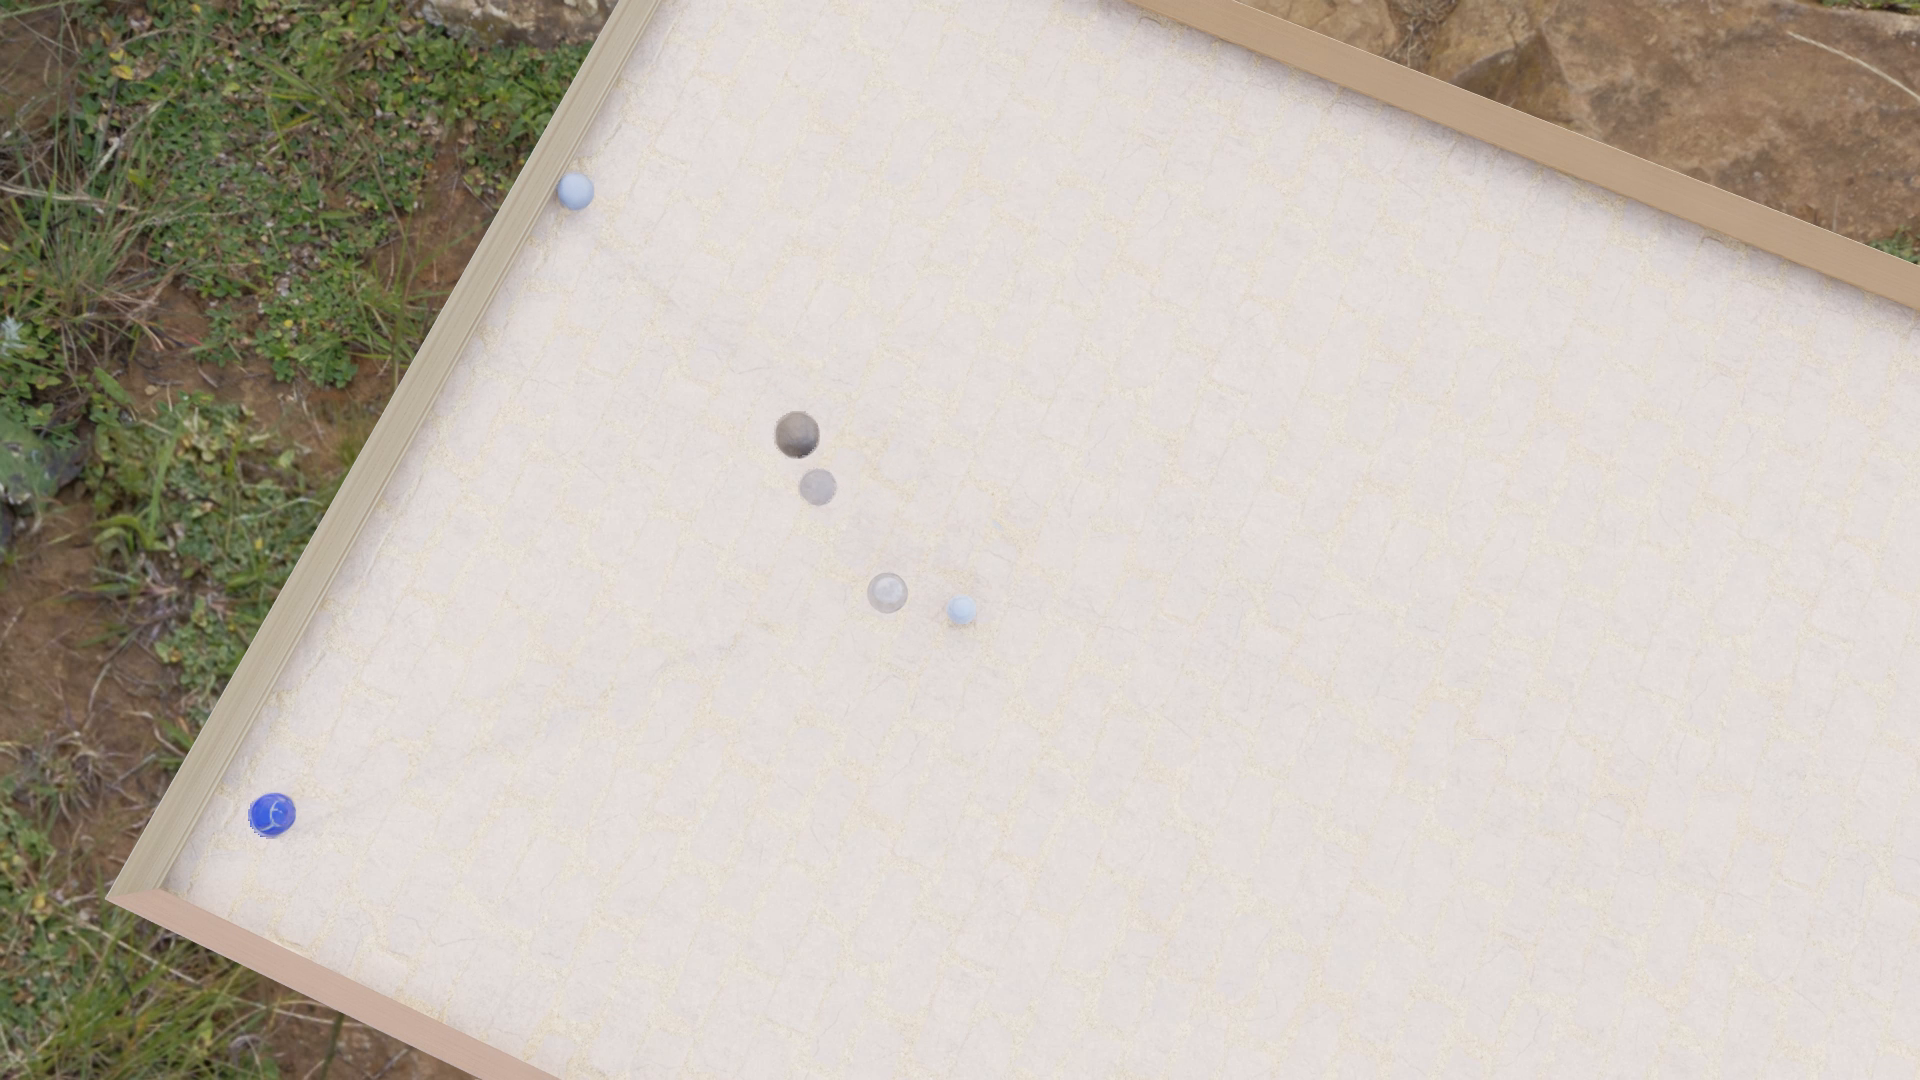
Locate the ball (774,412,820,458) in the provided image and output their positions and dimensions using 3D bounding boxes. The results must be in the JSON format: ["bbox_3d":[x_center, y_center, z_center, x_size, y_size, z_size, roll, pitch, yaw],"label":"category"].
[{"bbox_3d":[-0.255,-0.164,3.457,0.072,0.072,0.072,0,72,0],"label":"ball"}]

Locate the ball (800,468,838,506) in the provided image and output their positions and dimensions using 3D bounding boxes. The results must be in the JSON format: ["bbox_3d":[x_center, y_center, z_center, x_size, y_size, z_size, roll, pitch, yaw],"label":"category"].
[{"bbox_3d":[-0.220,-0.082,3.437,0.058,0.058,0.058,0,72,0],"label":"ball"}]

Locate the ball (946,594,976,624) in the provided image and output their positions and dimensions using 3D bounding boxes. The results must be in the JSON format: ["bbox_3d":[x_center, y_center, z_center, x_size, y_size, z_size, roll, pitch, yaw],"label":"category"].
[{"bbox_3d":[0.002,0.107,3.381,0.046,0.046,0.046,0,72,0],"label":"ball"}]

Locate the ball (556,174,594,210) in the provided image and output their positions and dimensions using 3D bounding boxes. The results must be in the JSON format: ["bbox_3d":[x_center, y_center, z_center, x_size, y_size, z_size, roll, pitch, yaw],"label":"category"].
[{"bbox_3d":[-0.629,-0.569,3.596,0.060,0.060,0.060,0,72,0],"label":"ball"}]

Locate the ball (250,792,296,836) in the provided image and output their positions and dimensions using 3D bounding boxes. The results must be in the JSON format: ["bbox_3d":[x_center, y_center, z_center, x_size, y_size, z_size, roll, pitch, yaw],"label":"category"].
[{"bbox_3d":[-1.022,0.408,3.273,0.065,0.065,0.065,0,72,0],"label":"ball"}]

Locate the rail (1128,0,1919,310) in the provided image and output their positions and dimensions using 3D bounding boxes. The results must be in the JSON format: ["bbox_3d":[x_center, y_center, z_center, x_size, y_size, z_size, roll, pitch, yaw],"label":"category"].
[{"bbox_3d":[1.224,-0.523,3.562,3.567,0.094,0.045,23,73,7],"label":"rail"}]

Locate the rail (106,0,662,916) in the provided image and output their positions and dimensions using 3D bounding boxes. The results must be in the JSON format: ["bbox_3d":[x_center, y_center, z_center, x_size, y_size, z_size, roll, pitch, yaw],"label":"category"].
[{"bbox_3d":[-0.791,-0.345,3.504,0.045,0.094,2.047,23,73,7],"label":"rail"}]

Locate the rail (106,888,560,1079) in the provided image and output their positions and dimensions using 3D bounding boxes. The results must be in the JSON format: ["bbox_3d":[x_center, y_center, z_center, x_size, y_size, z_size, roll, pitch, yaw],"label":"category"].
[{"bbox_3d":[0.401,1.209,2.993,3.567,0.094,0.045,23,73,7],"label":"rail"}]

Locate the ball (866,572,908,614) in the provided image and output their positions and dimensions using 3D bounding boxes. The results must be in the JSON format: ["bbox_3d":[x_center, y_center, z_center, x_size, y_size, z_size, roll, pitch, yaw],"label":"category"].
[{"bbox_3d":[-0.111,0.081,3.380,0.064,0.064,0.064,0,72,0],"label":"ball"}]
